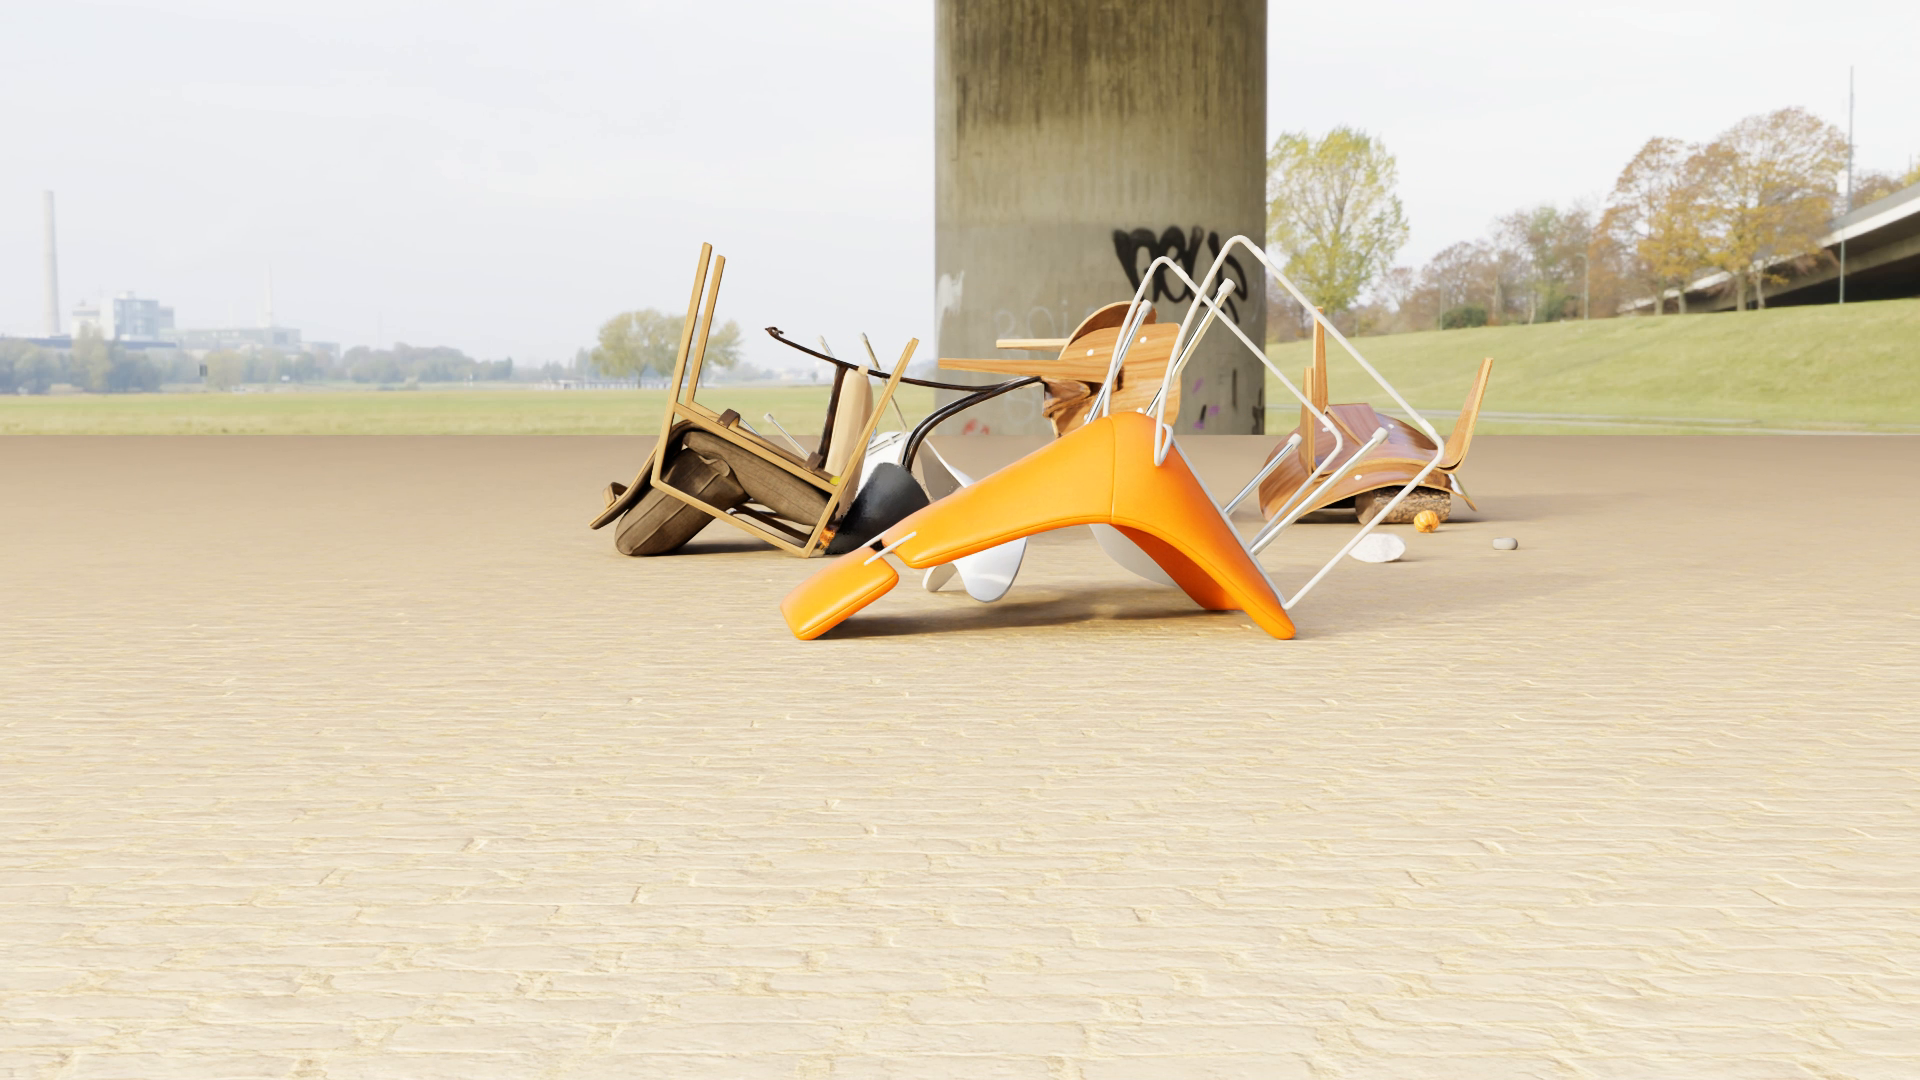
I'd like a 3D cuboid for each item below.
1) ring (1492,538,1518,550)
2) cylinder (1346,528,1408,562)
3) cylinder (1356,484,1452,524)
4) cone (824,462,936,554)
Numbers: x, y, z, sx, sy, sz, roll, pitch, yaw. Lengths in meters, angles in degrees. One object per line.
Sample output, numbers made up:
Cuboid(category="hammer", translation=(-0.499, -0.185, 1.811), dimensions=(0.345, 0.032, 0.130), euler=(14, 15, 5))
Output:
Cuboid(category="ring", translation=(1.525, 0.011, 6.151), dimensions=(0.066, 0.033, 0.072), euler=(-5, 8, -38))
Cuboid(category="cylinder", translation=(1.090, 0.019, 5.741), dimensions=(0.146, 0.073, 0.080), euler=(-5, 18, 26))
Cuboid(category="cylinder", translation=(1.478, -0.119, 7.336), dimensions=(0.279, 0.129, 0.145), euler=(-1, -9, -16))
Cuboid(category="cone", translation=(-0.265, -0.028, 6.040), dimensions=(0.297, 0.273, 0.271), euler=(-33, 66, -32))
